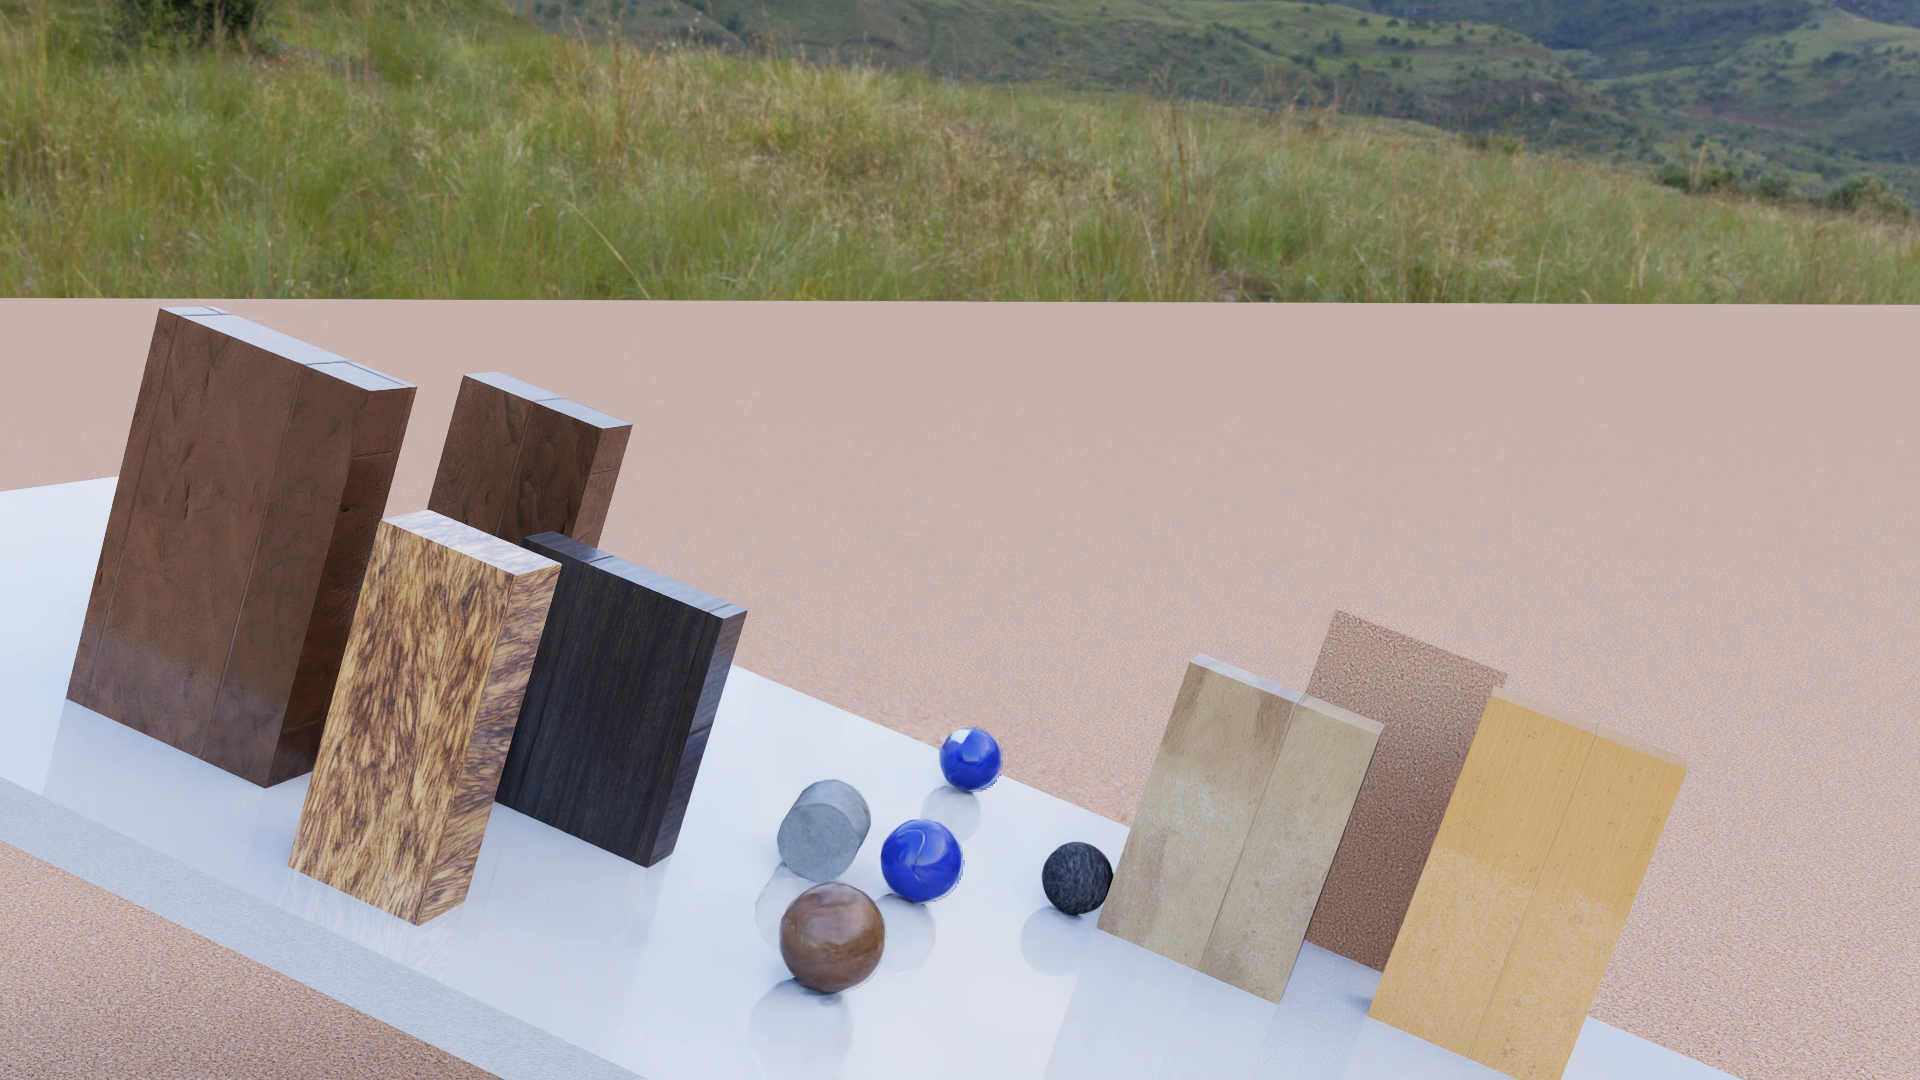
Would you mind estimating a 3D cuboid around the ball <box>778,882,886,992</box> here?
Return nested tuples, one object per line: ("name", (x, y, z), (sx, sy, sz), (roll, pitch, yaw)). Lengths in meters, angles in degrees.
("ball", (-0.214, 0.666, 3.690), (0.181, 0.181, 0.181), (0, 7, 0))

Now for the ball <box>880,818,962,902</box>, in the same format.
("ball", (-0.074, 0.611, 4.199), (0.157, 0.157, 0.157), (0, 7, 0))

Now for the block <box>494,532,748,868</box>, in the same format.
("block", (-0.657, 0.287, 4.005), (0.409, 0.487, 0.110), (21, 12, 14))

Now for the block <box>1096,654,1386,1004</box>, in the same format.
("block", (0.547, 0.564, 4.315), (0.386, 0.575, 0.103), (21, 12, 14))

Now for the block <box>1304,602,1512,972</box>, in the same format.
("block", (0.865, 0.525, 4.670), (0.372, 0.695, 0.124), (21, 12, 14))

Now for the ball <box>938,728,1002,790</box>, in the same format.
("ball", (0.022, 0.491, 4.929), (0.140, 0.140, 0.140), (0, 7, 0))

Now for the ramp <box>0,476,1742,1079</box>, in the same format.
("ramp", (-0.350, 0.655, 4.221), (4.000, 0.100, 2.000), (21, 12, 14))

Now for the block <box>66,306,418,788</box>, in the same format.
("block", (-1.251, 0.008, 3.816), (0.423, 0.722, 0.148), (21, 12, 14))

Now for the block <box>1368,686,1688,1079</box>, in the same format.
("block", (1.105, 0.683, 4.306), (0.385, 0.697, 0.105), (21, 12, 14))

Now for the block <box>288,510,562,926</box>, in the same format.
("block", (-0.851, 0.279, 3.491), (0.247, 0.595, 0.145), (21, 12, 14))

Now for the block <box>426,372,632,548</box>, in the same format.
("block", (-0.912, 0.025, 4.413), (0.315, 0.651, 0.135), (21, 12, 14))

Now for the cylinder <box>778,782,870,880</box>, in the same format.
("cylinder", (-0.258, 0.553, 4.200), (0.153, 0.153, 0.153), (1, 8, 5))

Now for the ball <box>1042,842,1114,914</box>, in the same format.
("ball", (0.235, 0.676, 4.400), (0.143, 0.143, 0.143), (0, 7, 0))
